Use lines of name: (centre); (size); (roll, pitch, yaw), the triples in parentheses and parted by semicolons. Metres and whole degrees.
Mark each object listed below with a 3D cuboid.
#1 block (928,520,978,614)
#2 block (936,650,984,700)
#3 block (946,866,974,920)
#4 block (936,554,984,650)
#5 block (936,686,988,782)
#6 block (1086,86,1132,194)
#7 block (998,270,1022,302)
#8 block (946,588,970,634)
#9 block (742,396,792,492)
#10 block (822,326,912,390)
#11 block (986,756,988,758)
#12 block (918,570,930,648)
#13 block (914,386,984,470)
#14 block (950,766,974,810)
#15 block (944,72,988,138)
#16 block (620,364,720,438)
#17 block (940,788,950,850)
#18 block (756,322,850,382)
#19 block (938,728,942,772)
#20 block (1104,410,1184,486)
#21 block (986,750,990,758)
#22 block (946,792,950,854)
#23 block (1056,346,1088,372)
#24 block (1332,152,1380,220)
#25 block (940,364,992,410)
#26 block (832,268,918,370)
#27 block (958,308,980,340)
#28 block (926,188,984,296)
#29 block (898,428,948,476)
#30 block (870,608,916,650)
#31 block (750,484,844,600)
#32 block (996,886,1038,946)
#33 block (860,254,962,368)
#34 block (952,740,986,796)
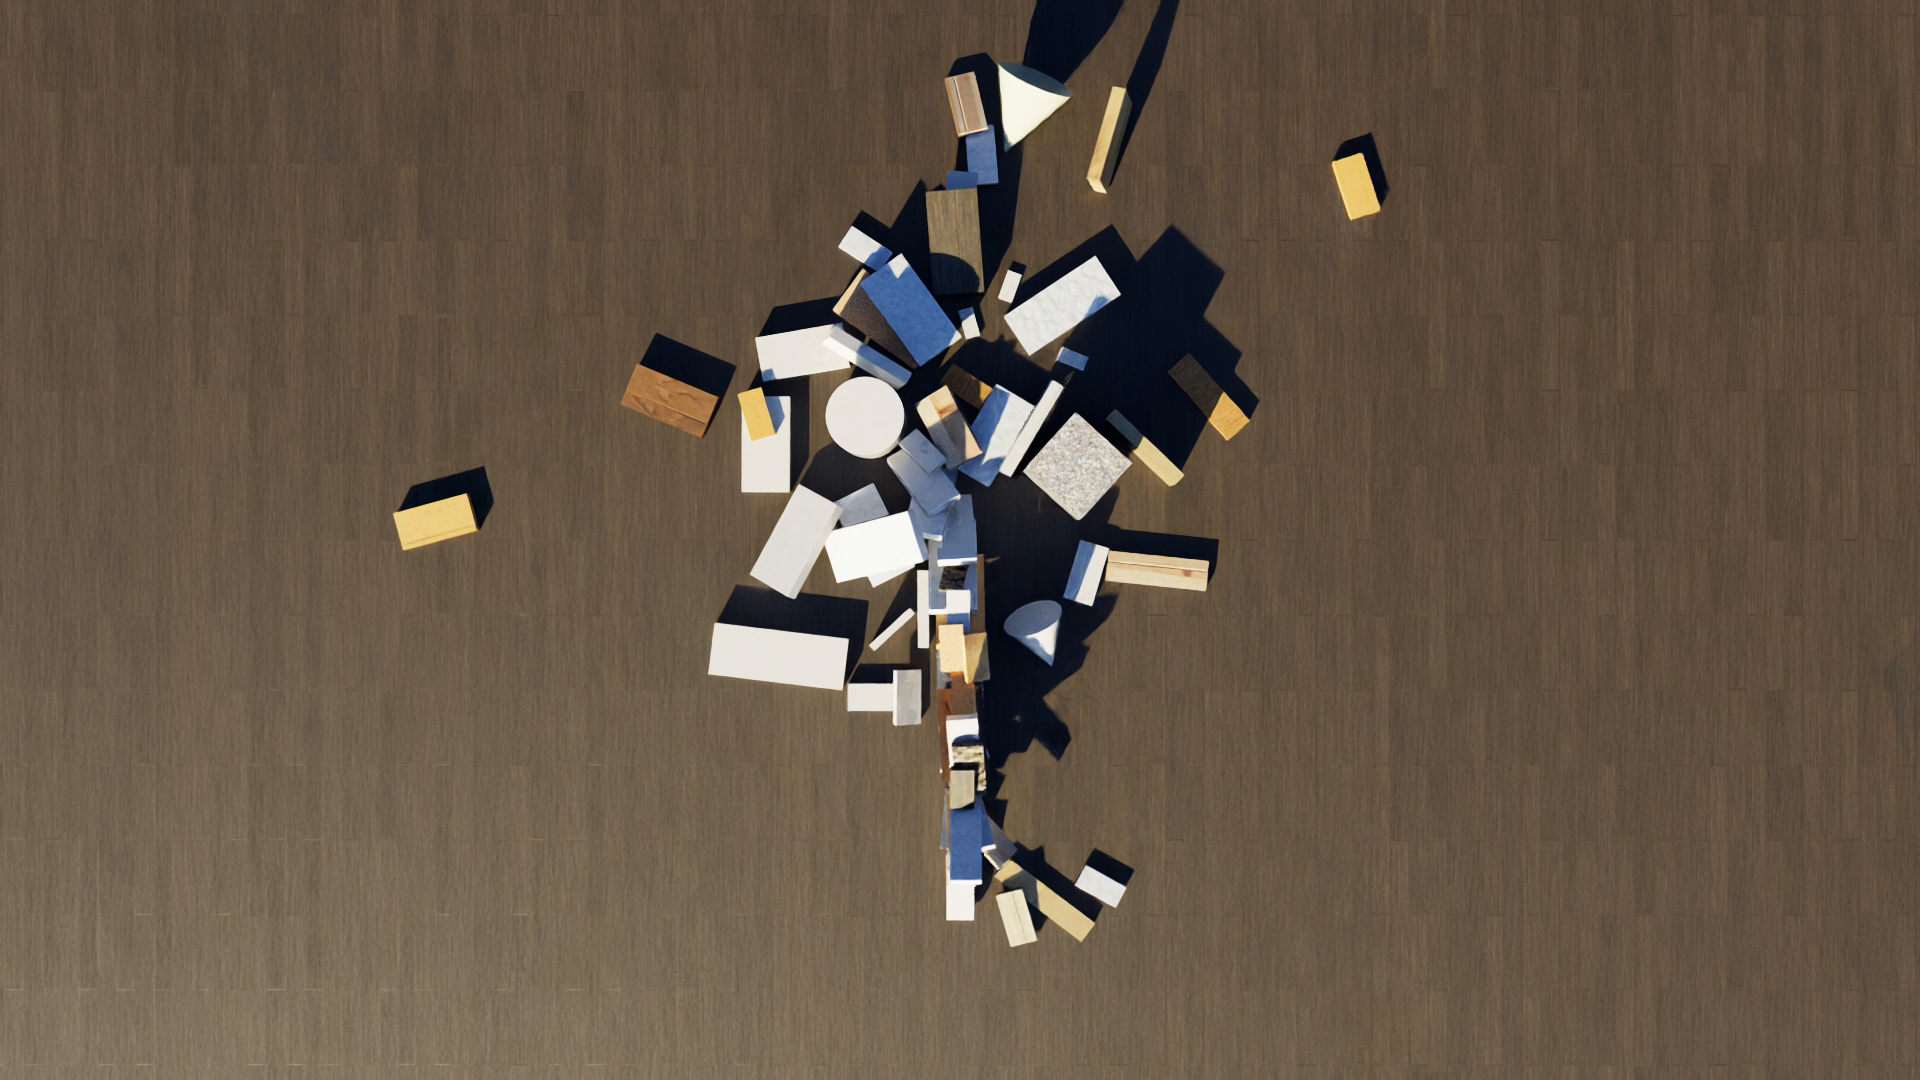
block: (-0.023, 0.087, 5.418); (0.158, 0.045, 0.316); (-1, 67, 0)
block: (-0.001, 0.426, 5.439); (0.148, 0.042, 0.296); (-2, 74, 1)
block: (0.002, 1.167, 5.449); (0.090, 0.025, 0.179); (1, 103, 0)
block: (0.001, 0.201, 5.419); (0.158, 0.045, 0.316); (0, 68, 0)
block: (0.008, 0.629, 5.349); (0.148, 0.042, 0.296); (-4, 82, 0)
block: (0.493, -1.313, 5.420); (0.044, 0.154, 0.309); (16, 90, 14)
block: (0.166, -0.844, 5.493); (0.049, 0.014, 0.097); (20, 90, 0)
block: (-0.005, 0.233, 5.327); (0.074, 0.021, 0.149); (0, 101, 0)
block: (-0.642, -0.317, 5.478); (0.158, 0.045, 0.316); (0, 90, 0)
block: (-0.305, -0.594, 5.399); (0.292, 0.146, 0.041); (31, 81, -11)
block: (0.039, 0.683, 5.433); (0.060, 0.017, 0.120); (-27, 73, -9)
block: (-0.120, 0.225, 5.437); (0.036, 0.126, 0.253); (0, 90, 0)
block: (-0.037, -0.369, 5.441); (0.126, 0.036, 0.252); (-30, 78, 15)
block: (0.007, 0.793, 5.274); (0.077, 0.022, 0.154); (0, 119, -2)
block: (0.021, -1.444, 5.470); (0.101, 0.029, 0.202); (-13, 81, 0)
block: (-0.963, -0.461, 5.479); (0.292, 0.041, 0.146); (22, 90, 0)
block: (-0.008, 0.925, 5.454); (0.097, 0.028, 0.194); (5, 74, 2)
block: (-0.521, -0.623, 5.479); (0.292, 0.041, 0.146); (-10, 90, 0)
block: (0.004, 0.613, 5.427); (0.148, 0.042, 0.296); (-3, 69, 0)
block: (0.601, -0.302, 5.423); (0.310, 0.155, 0.044); (44, 90, 0)
block: (0.046, 0.681, 5.473); (0.060, 0.017, 0.120); (-27, 75, -6)
block: (0.006, 0.924, 5.397); (0.097, 0.028, 0.194); (-2, 74, 0)
block: (0.374, -0.604, 5.493); (0.097, 0.014, 0.049); (22, 90, 0)
block: (1.317, -1.176, 5.486); (0.100, 0.028, 0.200); (-18, 90, 0)
block: (0.021, -0.508, 5.467); (0.162, 0.023, 0.081); (34, 91, 15)
block: (-0.236, -0.730, 5.476); (0.336, 0.048, 0.168); (36, 90, 0)
block: (0.031, -0.723, 5.493); (0.049, 0.014, 0.097); (-16, 90, 0)
block: (-0.016, -0.980, 5.426); (0.168, 0.048, 0.336); (-4, 101, 2)
block: (-0.122, -0.289, 5.427); (0.078, 0.022, 0.156); (-40, 67, -9)
block: (-0.223, 0.293, 5.455); (0.180, 0.090, 0.026); (-43, 90, 0)
block: (-0.538, 0.005, 5.440); (0.170, 0.048, 0.340); (28, 90, 27)
block: (0.188, 1.250, 5.474); (0.091, 0.026, 0.182); (-16, 95, 7)
block: (-0.162, -0.755, 5.429); (0.168, 0.048, 0.336); (-36, 90, 0)
block: (0.030, 0.731, 5.270); (0.099, 0.028, 0.198); (-5, 119, 0)
